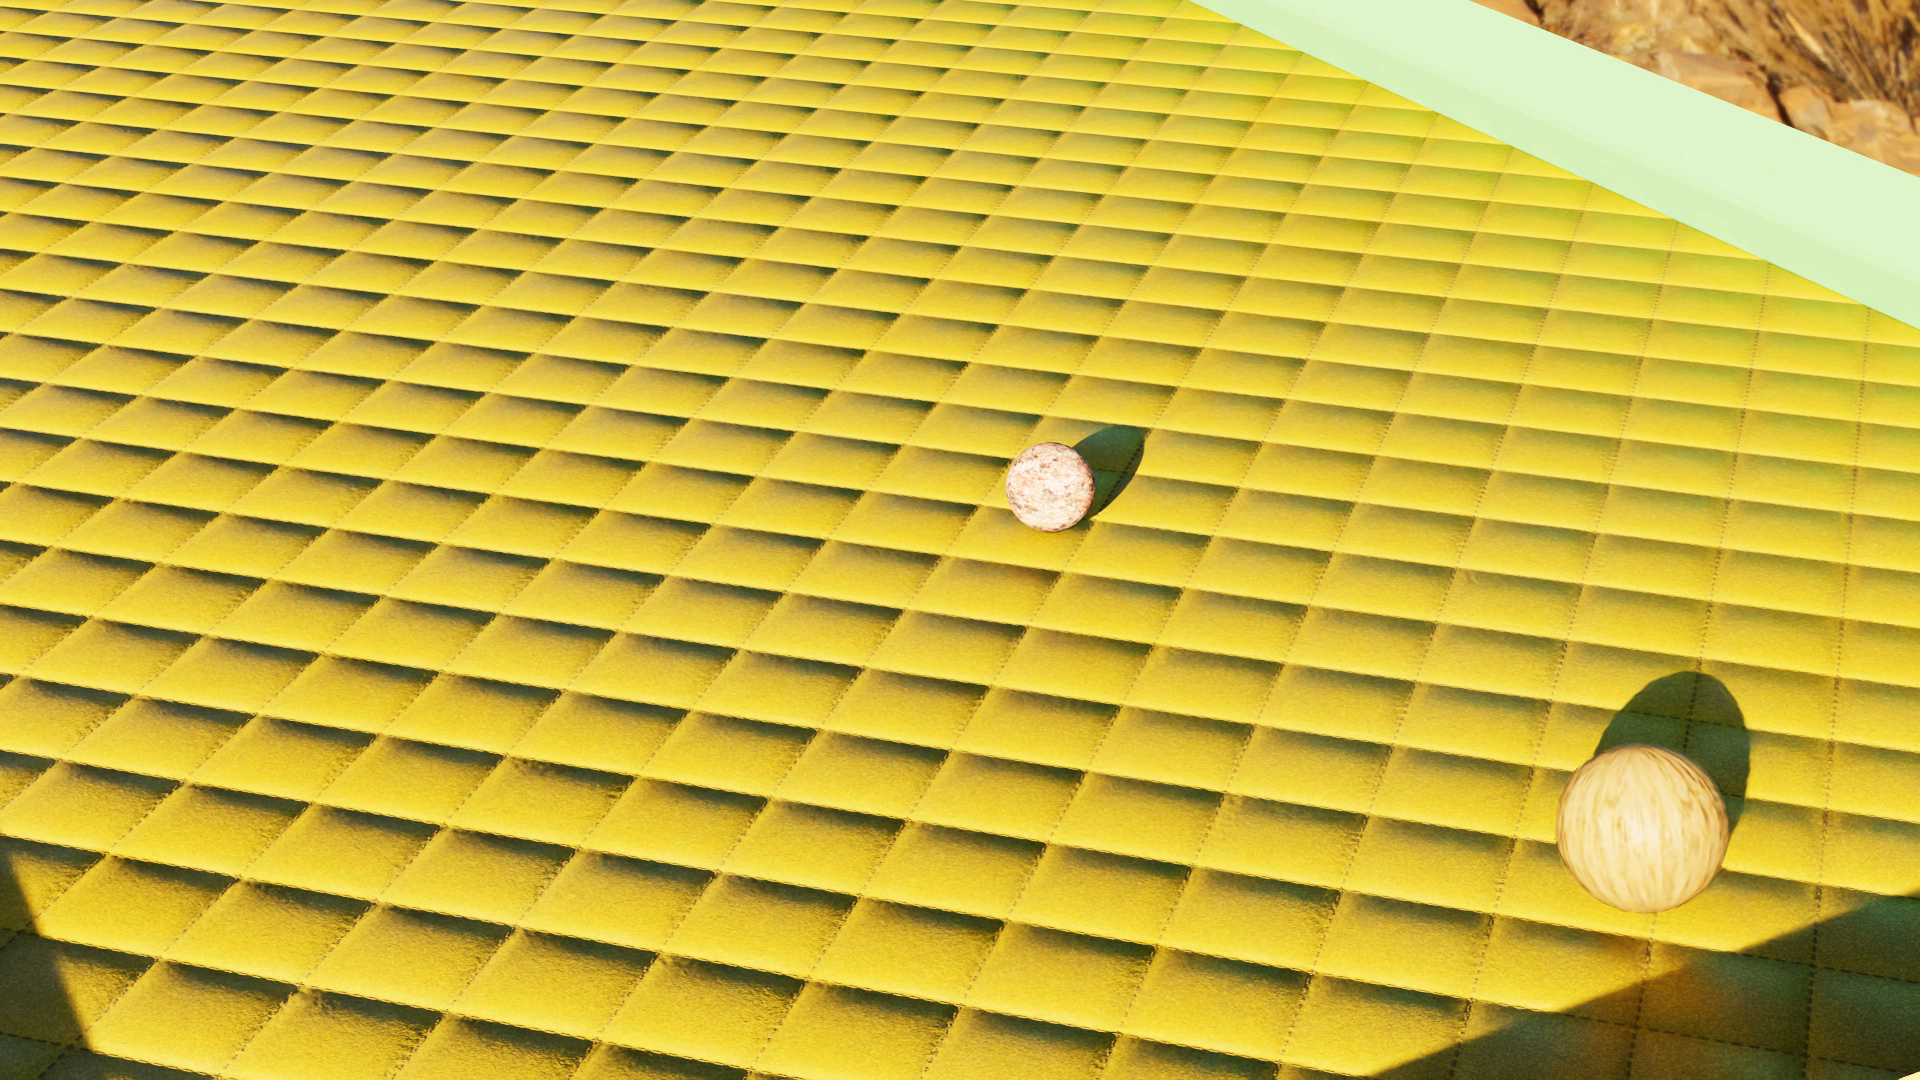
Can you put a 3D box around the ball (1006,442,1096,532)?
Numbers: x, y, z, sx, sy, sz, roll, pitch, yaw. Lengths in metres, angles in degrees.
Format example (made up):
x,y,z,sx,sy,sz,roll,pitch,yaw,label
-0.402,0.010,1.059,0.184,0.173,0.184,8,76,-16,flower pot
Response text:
x,y,z,sx,sy,sz,roll,pitch,yaw,label
0.066,-0.038,2.133,0.065,0.065,0.065,0,26,0,ball

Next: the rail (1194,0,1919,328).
x,y,z,sx,sy,sz,roll,pitch,yaw,label
0.412,-0.548,3.118,0.045,0.126,3.477,-13,29,-25,rail

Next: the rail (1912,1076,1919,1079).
x,y,z,sx,sy,sz,roll,pitch,yaw,label
0.394,0.298,1.364,1.896,0.126,0.045,-13,29,-25,rail

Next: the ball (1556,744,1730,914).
x,y,z,sx,sy,sz,roll,pitch,yaw,label
0.389,0.164,1.676,0.097,0.097,0.097,0,26,0,ball
